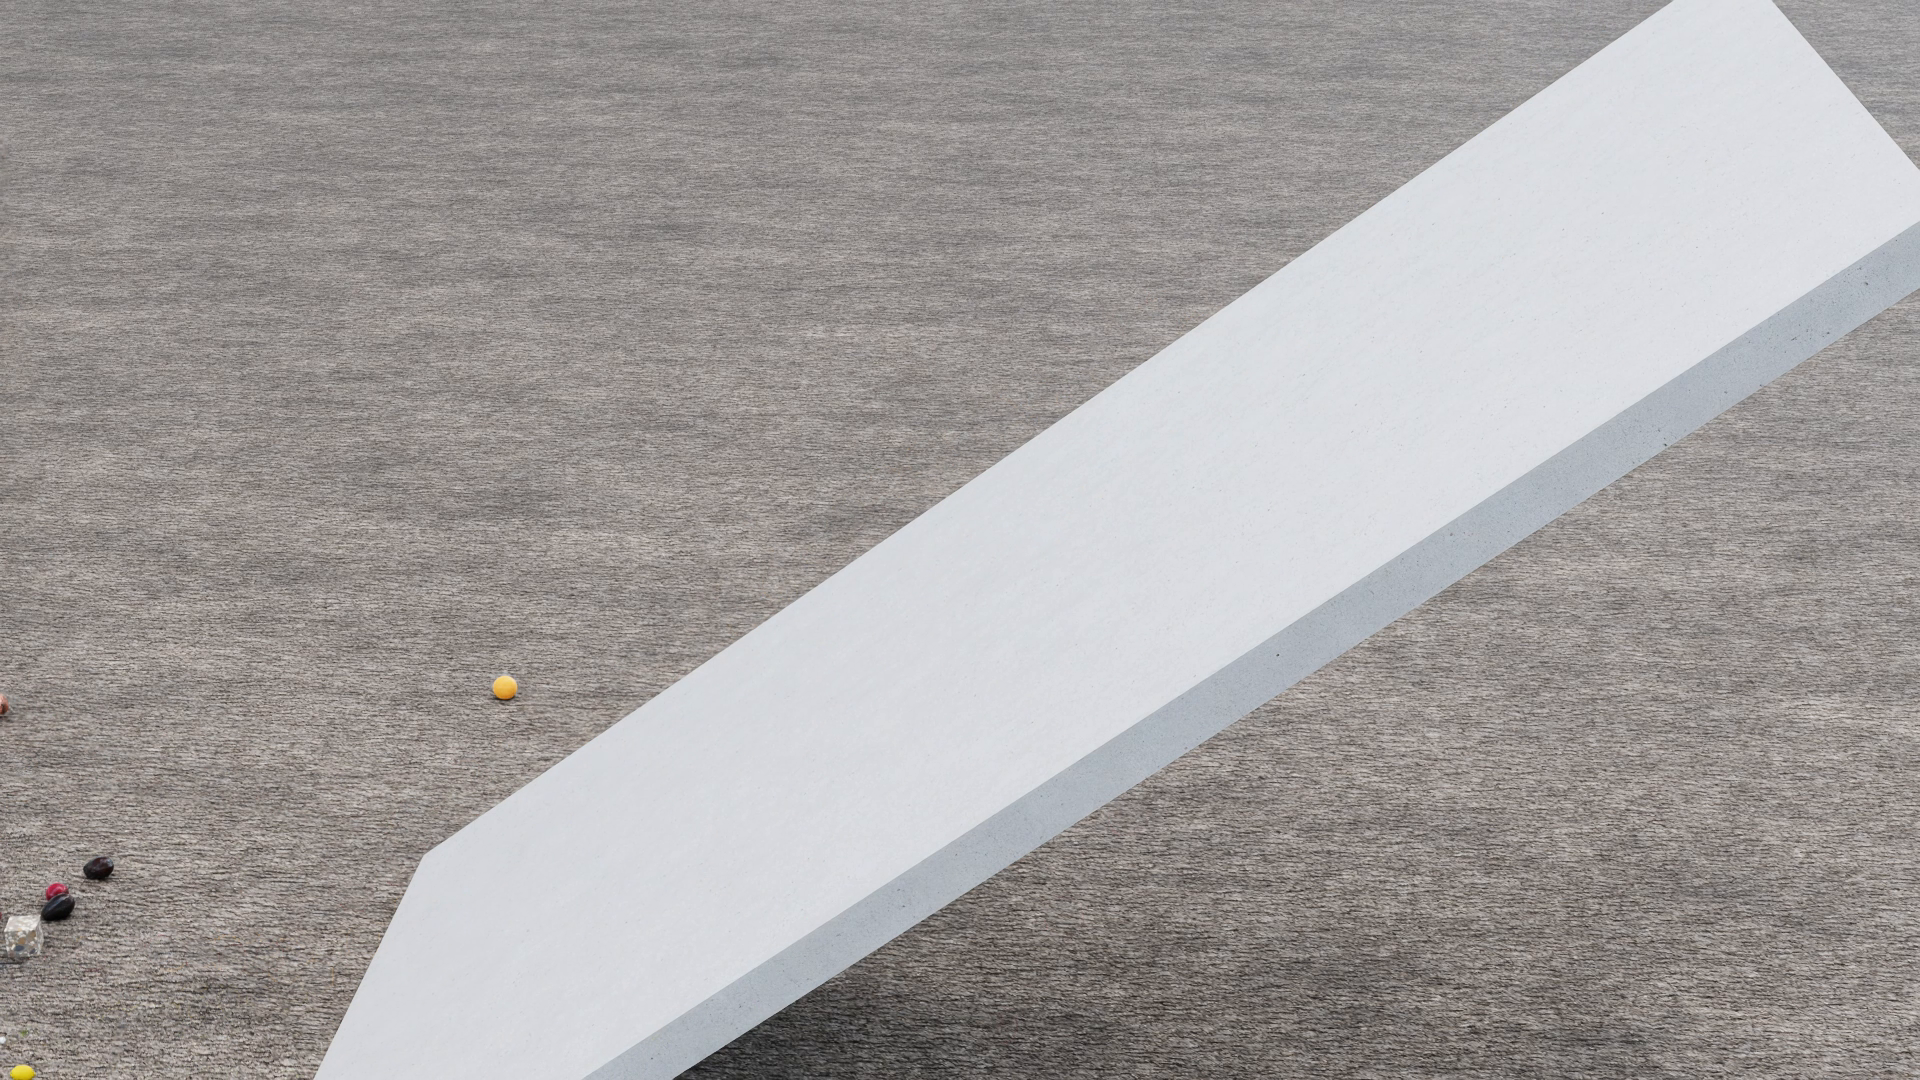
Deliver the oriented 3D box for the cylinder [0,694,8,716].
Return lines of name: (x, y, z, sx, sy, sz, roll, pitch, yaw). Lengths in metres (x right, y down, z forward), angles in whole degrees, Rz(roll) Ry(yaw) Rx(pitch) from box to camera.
cylinder: (-2.876, 0.496, 8.729, 0.070, 0.070, 0.070, 13, 26, 28)

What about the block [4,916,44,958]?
block: (-2.381, 1.008, 7.485, 0.076, 0.076, 0.076, -2, 23, -6)

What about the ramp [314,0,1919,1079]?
ramp: (0.129, 0.179, 6.321, 4.000, 0.100, 2.000, -34, 16, 16)
